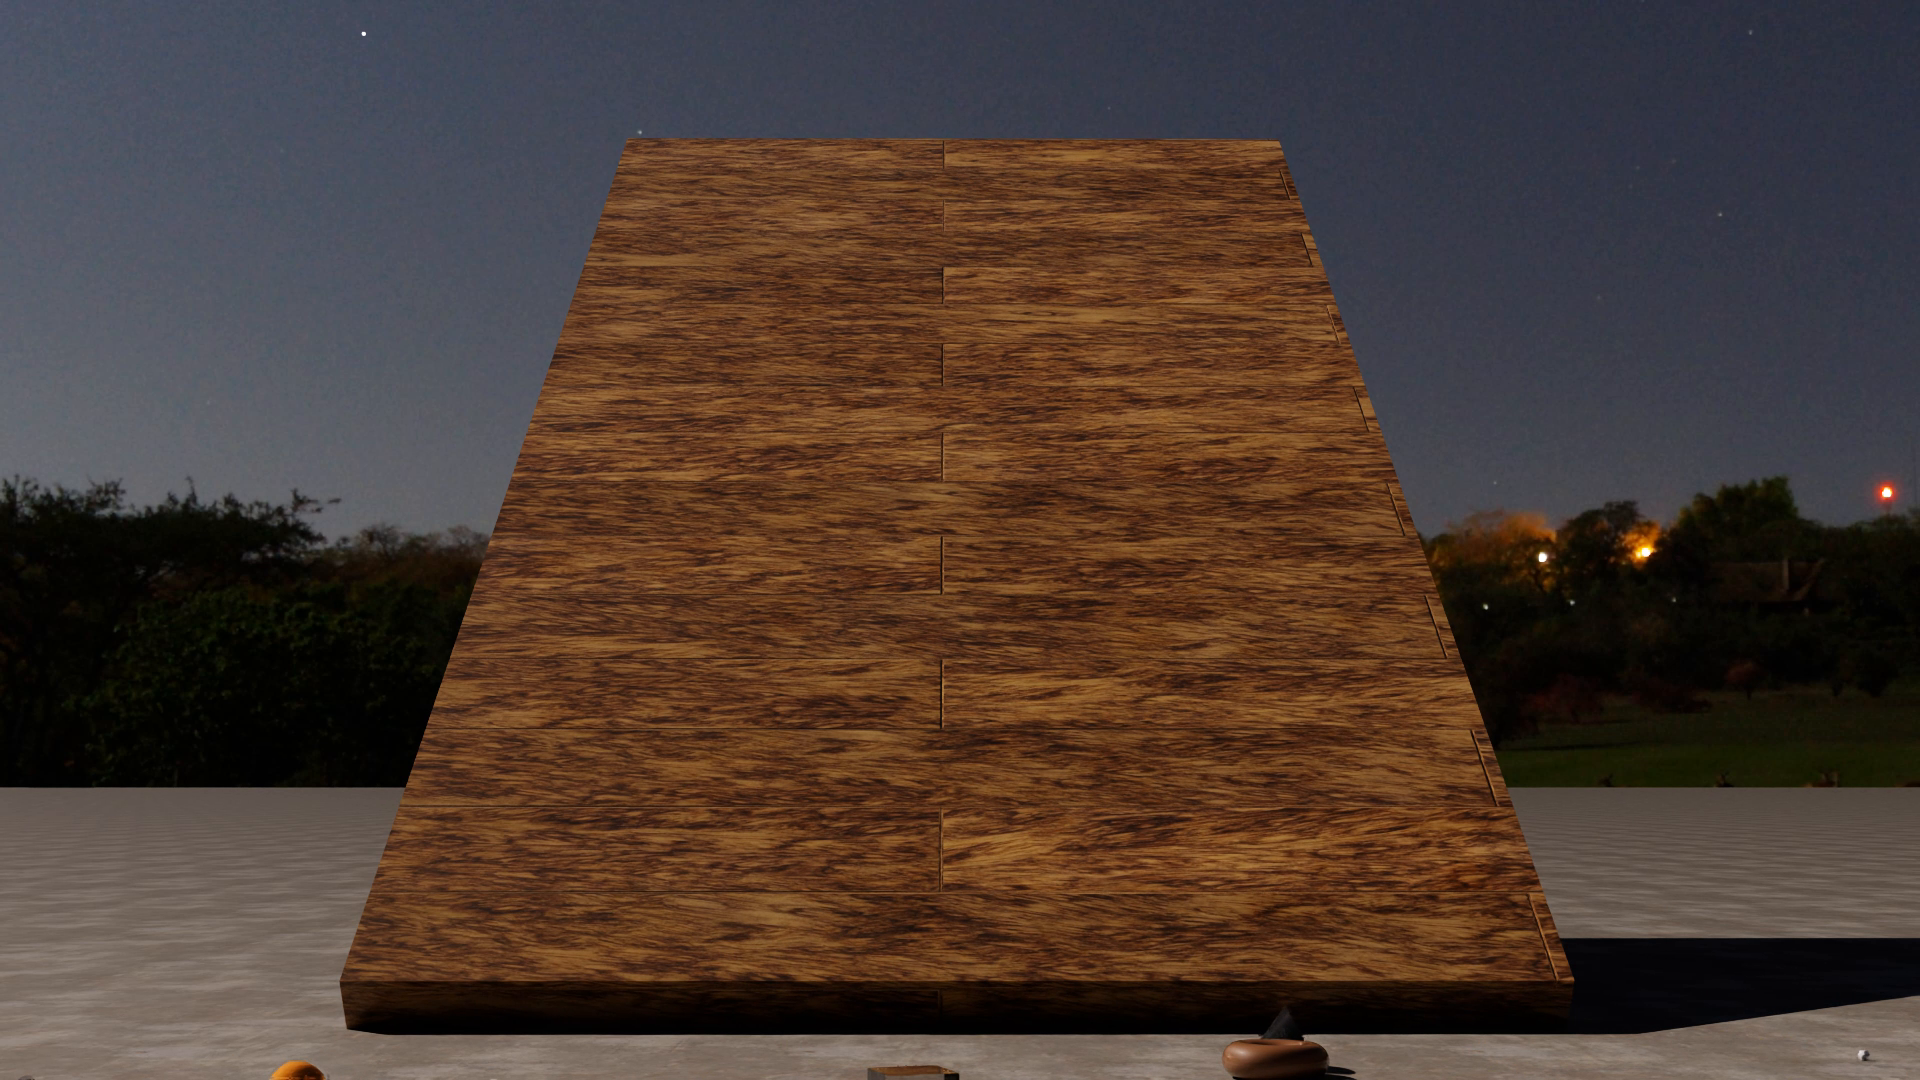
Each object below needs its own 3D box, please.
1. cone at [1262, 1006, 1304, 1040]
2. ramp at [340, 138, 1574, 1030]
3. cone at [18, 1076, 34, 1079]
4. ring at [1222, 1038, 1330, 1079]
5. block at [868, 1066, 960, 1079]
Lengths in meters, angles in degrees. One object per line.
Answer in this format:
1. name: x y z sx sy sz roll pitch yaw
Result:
1. cone: 0.438 0.725 3.395 0.098 0.098 0.098 -27 -6 0
2. ramp: -0.012 -0.216 5.662 2.000 0.100 4.000 0 29 0
3. cone: -1.038 0.661 2.720 0.082 0.082 0.082 -6 -35 44
4. ring: 0.432 0.712 3.291 0.146 0.049 0.146 1 -7 0
5. block: -0.053 0.634 2.685 0.082 0.082 0.082 2 -6 -19
